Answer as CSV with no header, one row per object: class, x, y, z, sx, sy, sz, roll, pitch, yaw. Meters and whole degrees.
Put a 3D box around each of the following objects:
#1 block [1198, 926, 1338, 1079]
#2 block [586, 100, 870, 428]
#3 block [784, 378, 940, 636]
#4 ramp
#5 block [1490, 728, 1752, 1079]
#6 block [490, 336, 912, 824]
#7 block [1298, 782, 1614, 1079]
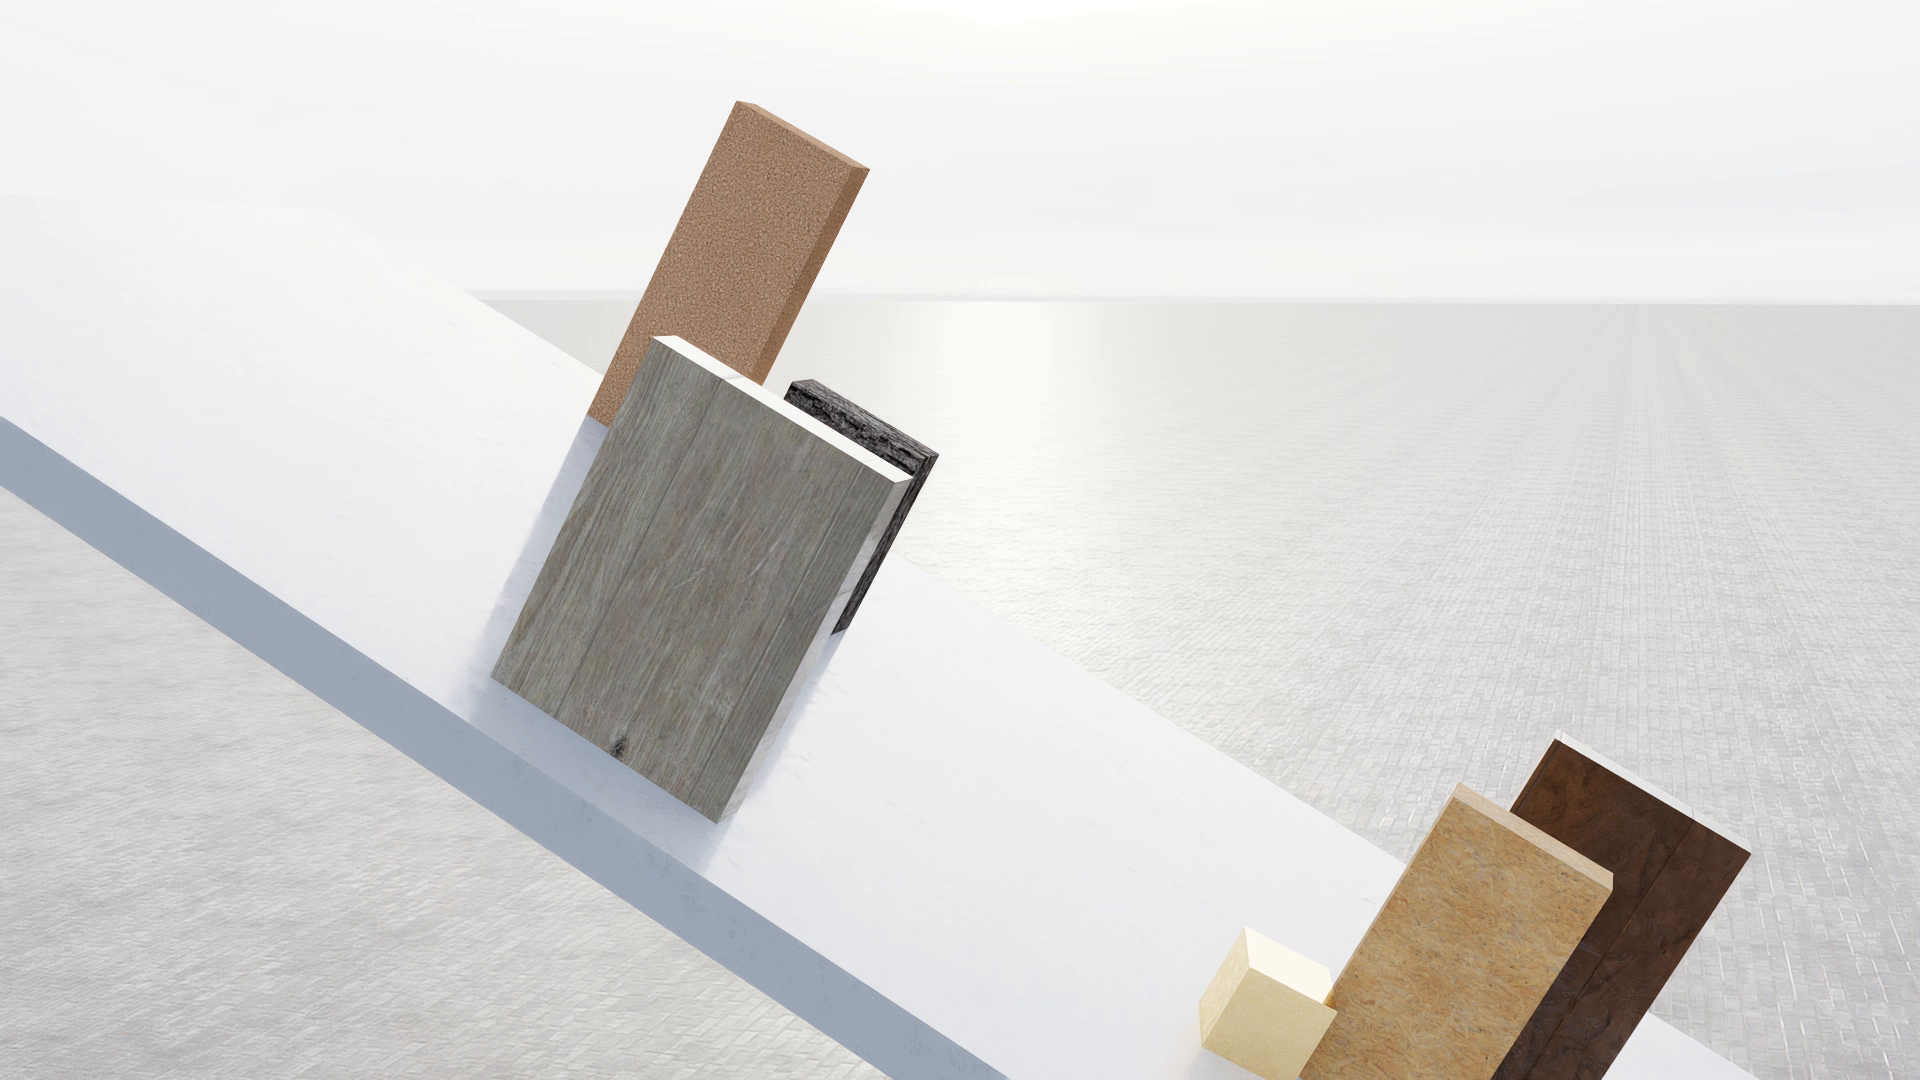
block,0.490,0.747,3.516,0.156,0.156,0.156,27,14,-3
block,-0.518,-0.547,4.876,0.306,0.782,0.110,31,14,11
block,-0.279,-0.067,4.407,0.306,0.409,0.115,31,14,11
ramp,-0.208,0.345,4.140,4.000,0.100,2.000,31,14,11
block,1.039,0.687,3.821,0.368,0.612,0.083,31,14,11
block,-0.401,0.060,3.342,0.432,0.602,0.081,31,14,11
block,0.774,0.687,3.495,0.274,0.529,0.105,31,14,11
